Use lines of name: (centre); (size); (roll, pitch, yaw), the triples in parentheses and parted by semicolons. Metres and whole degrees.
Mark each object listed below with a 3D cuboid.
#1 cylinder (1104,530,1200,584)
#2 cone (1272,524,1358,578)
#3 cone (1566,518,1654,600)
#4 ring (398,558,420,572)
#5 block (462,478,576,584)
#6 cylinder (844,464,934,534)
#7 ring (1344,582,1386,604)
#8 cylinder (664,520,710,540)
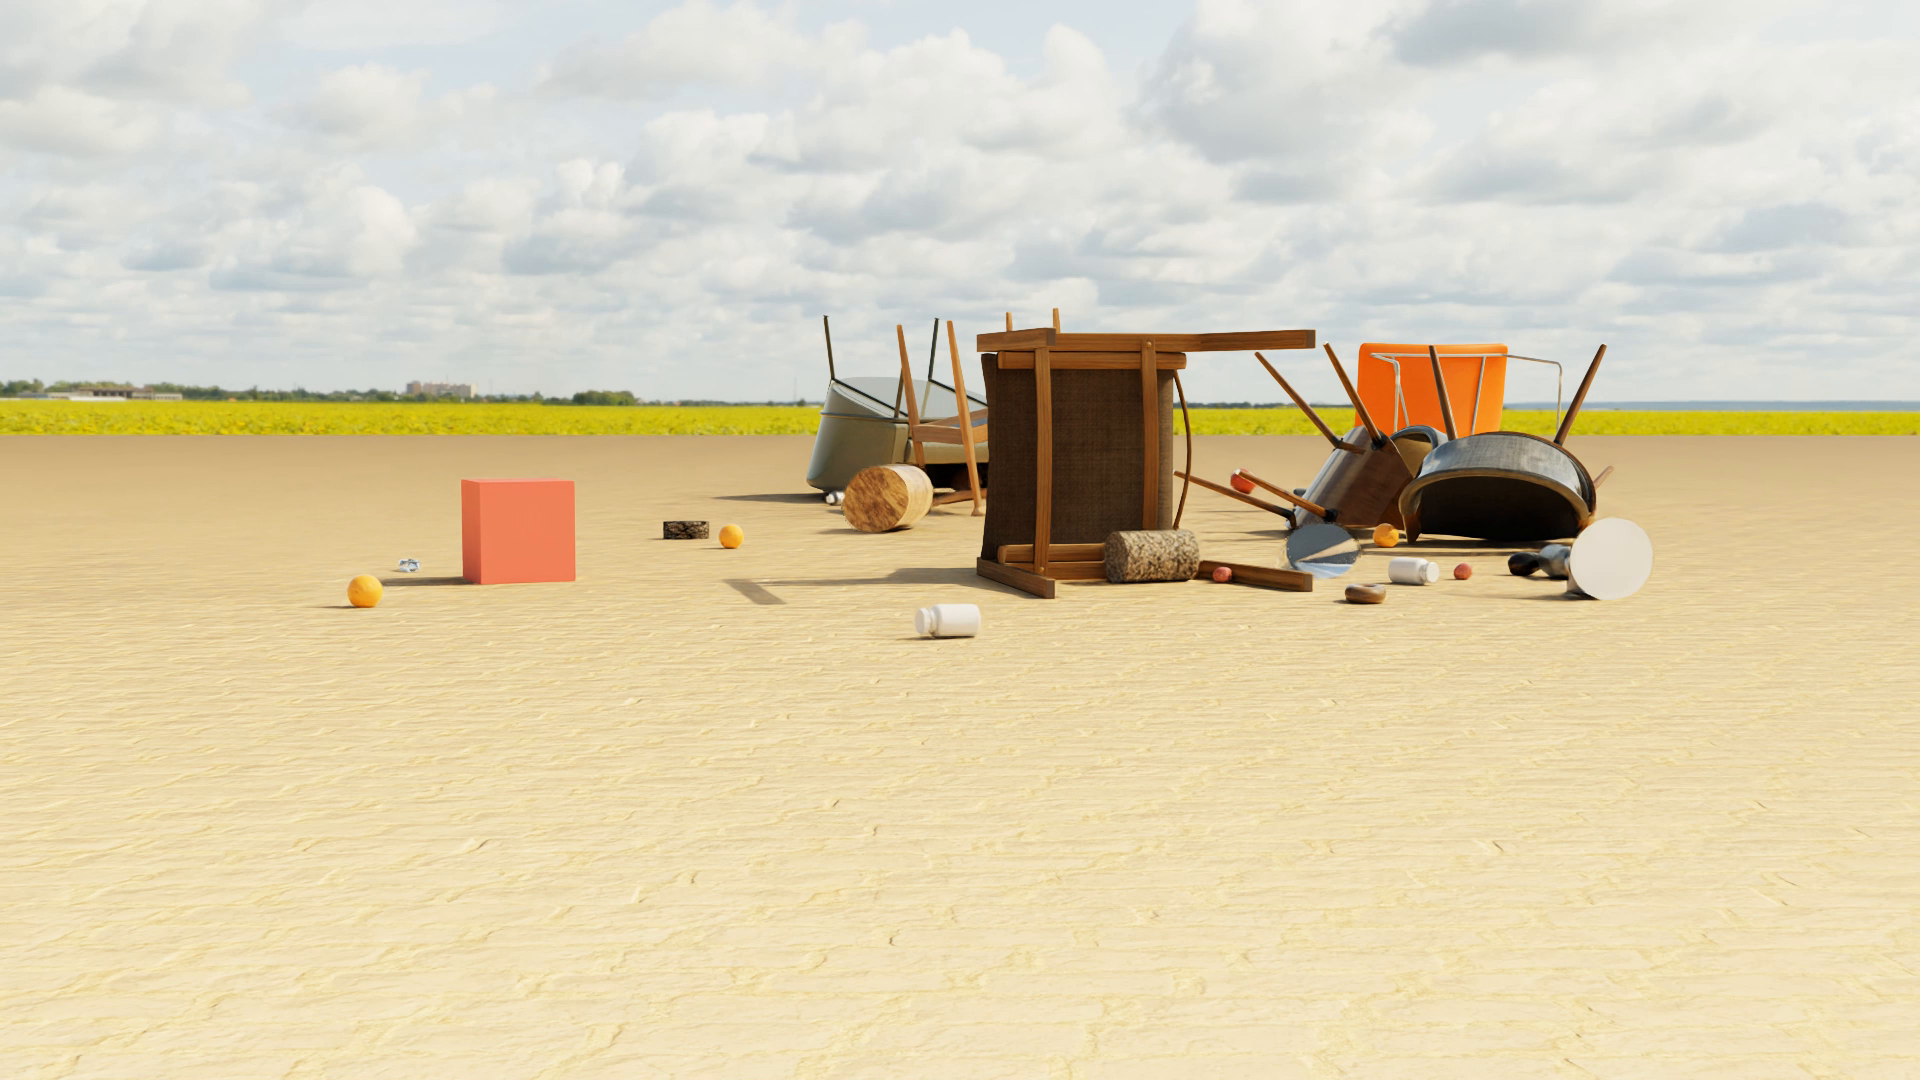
cylinder: (0.446, 0.038, 5.120); (0.189, 0.121, 0.119); (-2, 23, -24)
cone: (0.813, 0.052, 5.314); (0.212, 0.135, 0.214); (-5, -12, -28)
cone: (1.372, 0.078, 4.799); (0.249, 0.170, 0.175); (-34, -10, -32)
ring: (-1.361, 0.063, 5.436); (0.049, 0.027, 0.111); (0, 4, -30)
block: (-1.042, -0.024, 5.181); (0.220, 0.235, 0.212); (-2, 4, -24)
cylinder: (-0.225, -0.131, 6.961); (0.224, 0.197, 0.249); (-33, -6, 16)
ring: (0.857, 0.113, 4.647); (0.087, 0.036, 0.140); (2, 5, 7)
cylinder: (-0.821, -0.030, 6.599); (0.139, 0.052, 0.076); (0, 4, 2)
